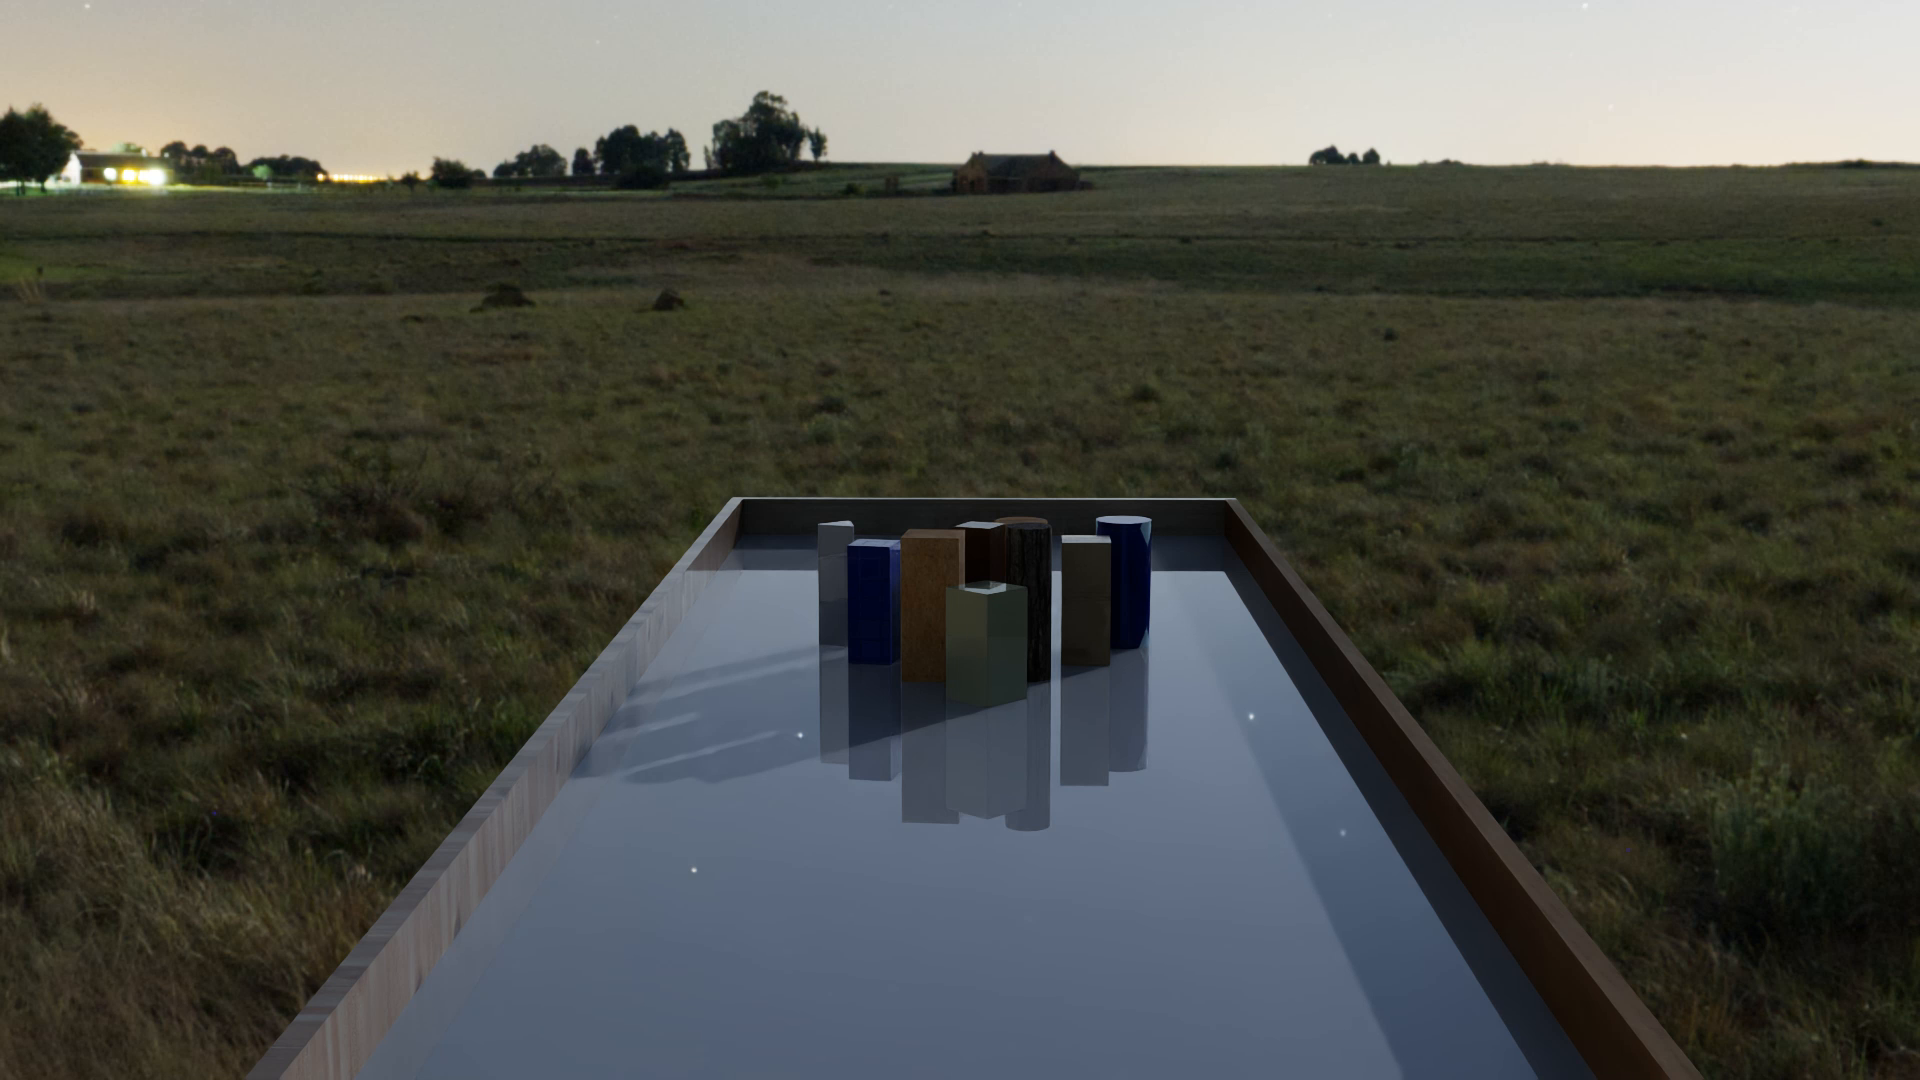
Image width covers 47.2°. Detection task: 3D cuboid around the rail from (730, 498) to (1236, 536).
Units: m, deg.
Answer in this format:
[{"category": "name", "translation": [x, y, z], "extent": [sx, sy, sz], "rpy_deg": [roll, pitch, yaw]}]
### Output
[{"category": "rail", "translation": [0.099, -0.098, 9.147], "extent": [2.100, 0.150, 0.050], "rpy_deg": [0, 9, 1]}]

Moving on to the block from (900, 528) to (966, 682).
[{"category": "block", "translation": [-0.078, 0.191, 6.448], "extent": [0.169, 0.424, 0.169], "rpy_deg": [1, 9, 6]}]

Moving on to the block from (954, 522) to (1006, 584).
[{"category": "block", "translation": [0.061, 0.158, 6.700], "extent": [0.116, 0.411, 0.116], "rpy_deg": [4, 10, 25]}]

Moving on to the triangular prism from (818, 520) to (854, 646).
[{"category": "triangular prism", "translation": [-0.370, 0.135, 6.935], "extent": [0.123, 0.383, 0.106], "rpy_deg": [3, 10, 20]}]

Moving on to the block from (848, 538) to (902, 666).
[{"category": "block", "translation": [-0.260, 0.187, 6.676], "extent": [0.131, 0.361, 0.131], "rpy_deg": [2, 9, 13]}]

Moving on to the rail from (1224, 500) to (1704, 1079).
[{"category": "rail", "translation": [1.046, 0.843, 3.208], "extent": [0.050, 0.150, 12.000], "rpy_deg": [0, 9, 1]}]

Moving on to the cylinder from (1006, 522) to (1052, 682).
[{"category": "cylinder", "translation": [0.201, 0.181, 6.431], "extent": [0.133, 0.449, 0.133], "rpy_deg": [0, 9, 0]}]

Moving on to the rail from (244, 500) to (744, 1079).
[{"category": "rail", "translation": [-1.004, 0.839, 3.234], "extent": [0.050, 0.150, 12.000], "rpy_deg": [0, 9, 1]}]

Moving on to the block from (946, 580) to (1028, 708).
[{"category": "block", "translation": [0.074, 0.289, 6.167], "extent": [0.162, 0.319, 0.162], "rpy_deg": [9, 13, 44]}]

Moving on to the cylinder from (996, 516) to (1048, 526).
[{"category": "cylinder", "translation": [0.192, 0.132, 6.924], "extent": [0.164, 0.391, 0.164], "rpy_deg": [0, 9, 0]}]

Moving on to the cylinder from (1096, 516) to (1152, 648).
[{"category": "cylinder", "translation": [0.512, 0.131, 6.917], "extent": [0.174, 0.395, 0.174], "rpy_deg": [0, 9, 0]}]

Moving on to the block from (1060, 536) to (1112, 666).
[{"category": "block", "translation": [0.381, 0.182, 6.669], "extent": [0.147, 0.374, 0.147], "rpy_deg": [0, 9, 2]}]
